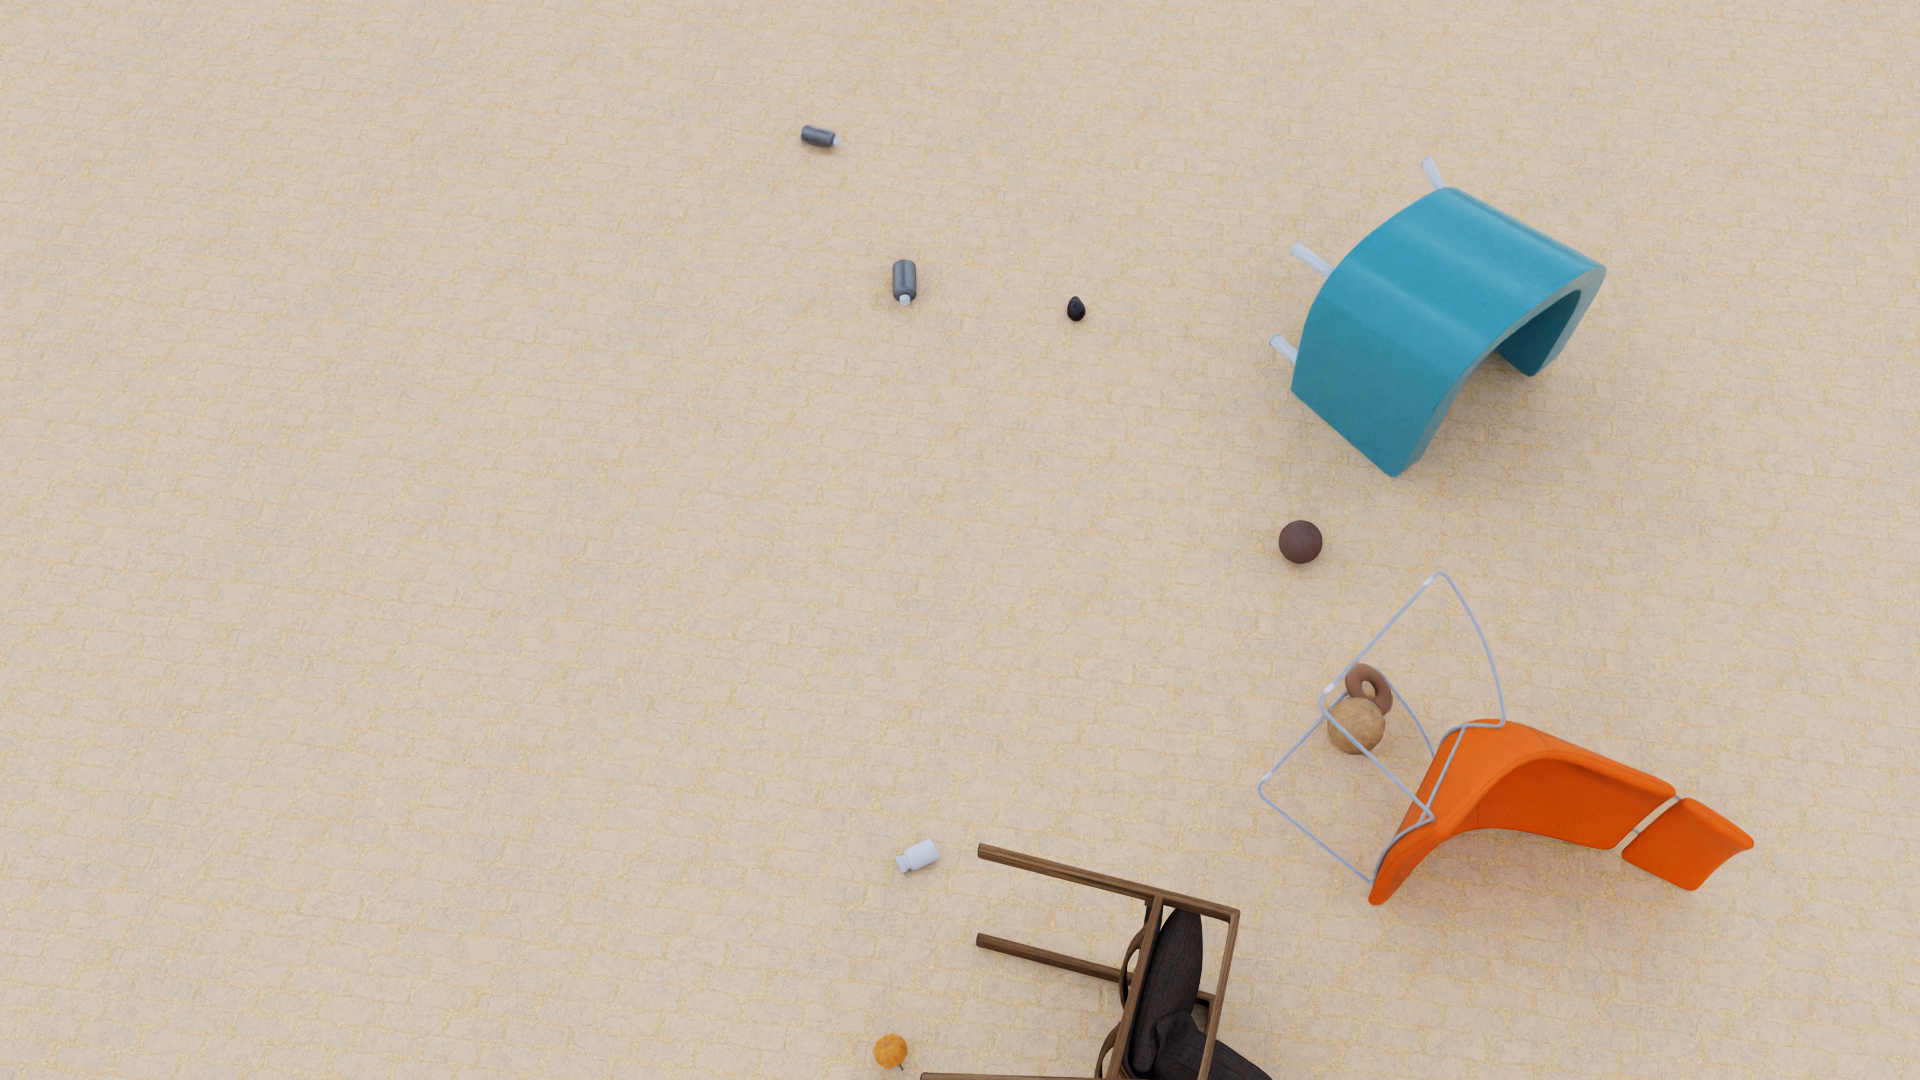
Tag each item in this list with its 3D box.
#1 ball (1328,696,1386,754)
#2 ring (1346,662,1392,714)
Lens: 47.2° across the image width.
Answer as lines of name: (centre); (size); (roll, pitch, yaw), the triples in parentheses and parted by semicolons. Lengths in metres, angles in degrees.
ball: (1.105, 0.517, 6.132); (0.158, 0.158, 0.158); (0, 56, 0)
ring: (1.156, 0.422, 6.217); (0.185, 0.038, 0.115); (46, 71, -17)
